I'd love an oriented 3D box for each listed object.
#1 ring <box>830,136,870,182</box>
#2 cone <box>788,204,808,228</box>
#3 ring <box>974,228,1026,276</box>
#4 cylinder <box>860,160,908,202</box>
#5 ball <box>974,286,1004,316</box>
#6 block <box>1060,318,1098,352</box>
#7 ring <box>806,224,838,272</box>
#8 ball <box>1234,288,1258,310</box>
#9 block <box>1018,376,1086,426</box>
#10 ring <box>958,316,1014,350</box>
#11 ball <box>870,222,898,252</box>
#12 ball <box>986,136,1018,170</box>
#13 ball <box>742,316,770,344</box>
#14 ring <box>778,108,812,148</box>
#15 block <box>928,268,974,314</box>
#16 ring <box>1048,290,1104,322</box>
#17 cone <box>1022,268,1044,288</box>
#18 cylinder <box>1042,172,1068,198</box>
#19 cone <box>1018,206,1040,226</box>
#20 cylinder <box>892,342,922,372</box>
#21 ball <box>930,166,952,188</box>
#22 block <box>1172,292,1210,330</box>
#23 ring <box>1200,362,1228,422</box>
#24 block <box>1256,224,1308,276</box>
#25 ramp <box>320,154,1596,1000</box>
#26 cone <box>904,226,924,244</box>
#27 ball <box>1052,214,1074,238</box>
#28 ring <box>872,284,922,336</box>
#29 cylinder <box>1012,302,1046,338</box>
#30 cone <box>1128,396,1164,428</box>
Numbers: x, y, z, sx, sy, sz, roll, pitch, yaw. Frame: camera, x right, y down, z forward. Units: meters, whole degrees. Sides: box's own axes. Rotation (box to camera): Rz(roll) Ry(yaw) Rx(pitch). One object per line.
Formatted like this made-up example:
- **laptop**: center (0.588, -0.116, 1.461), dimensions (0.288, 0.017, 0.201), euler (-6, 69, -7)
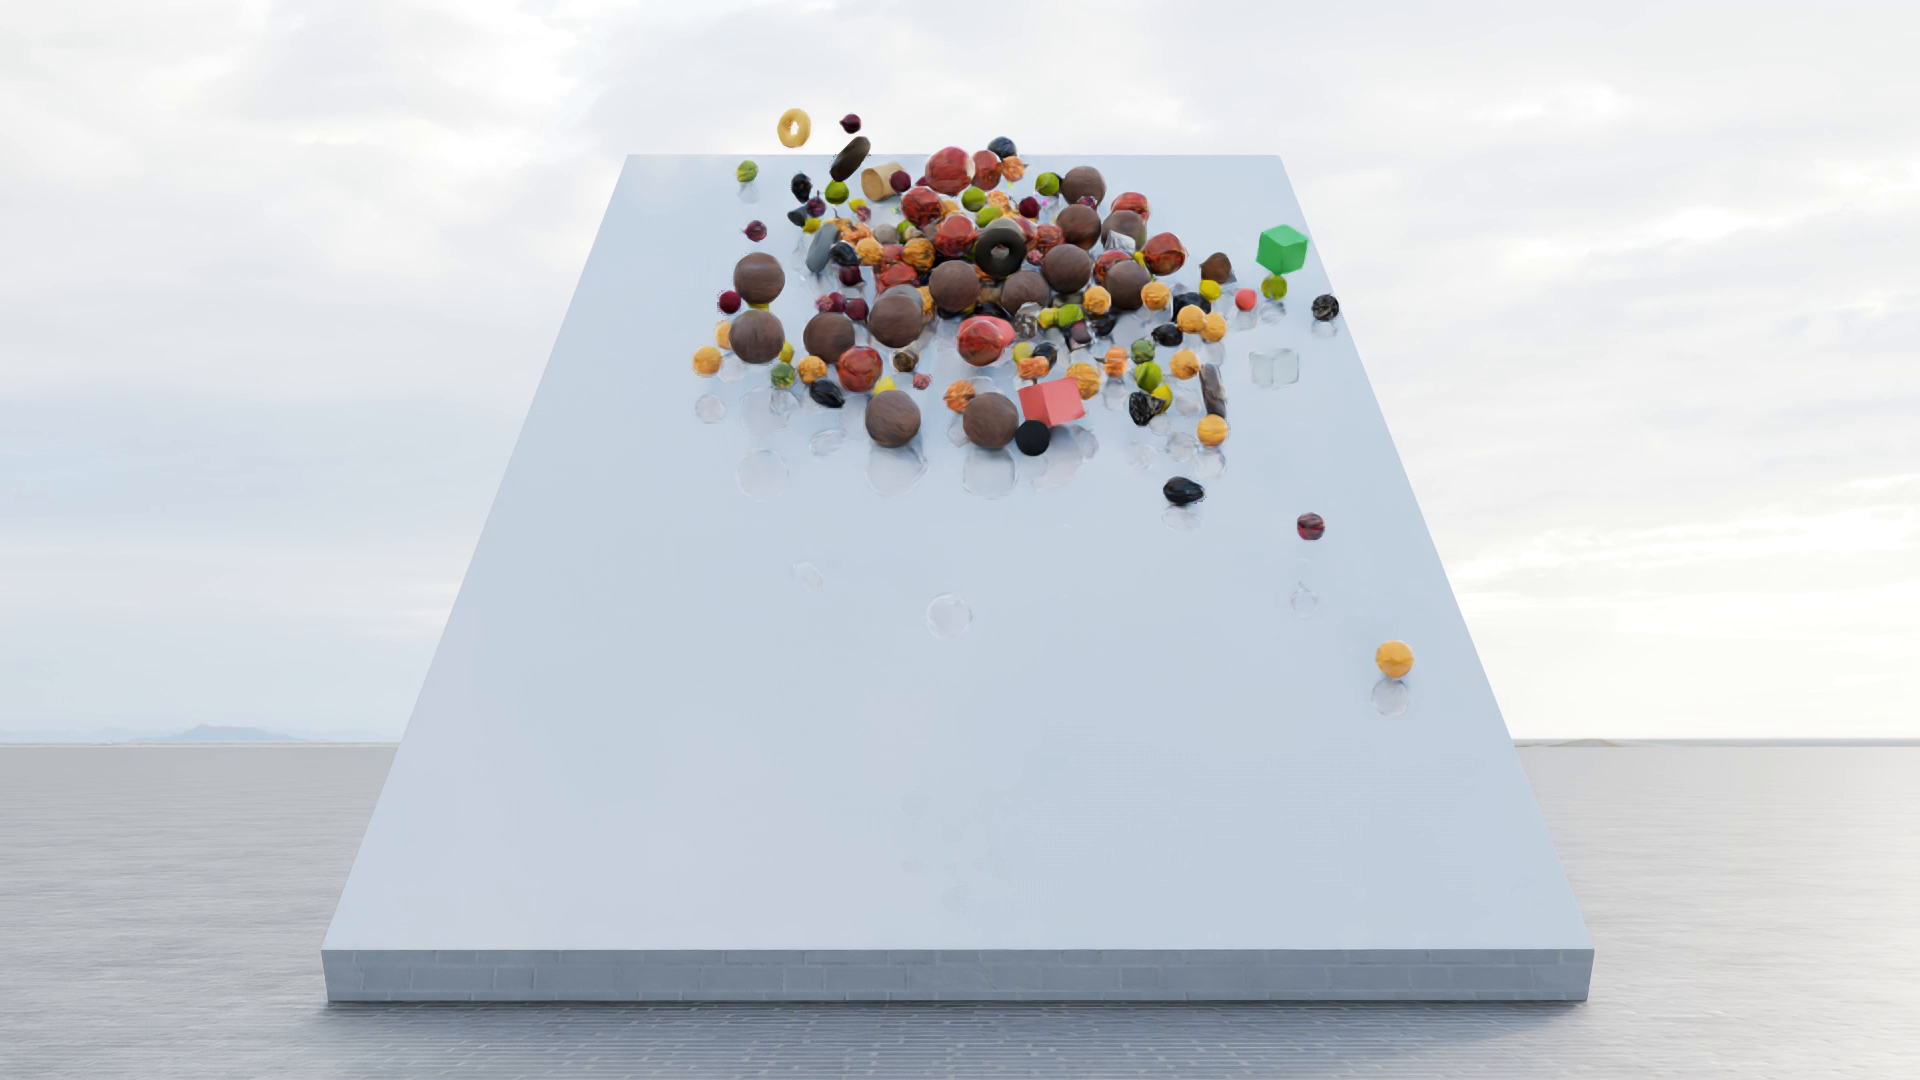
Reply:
- **ring**: center (-0.300, -1.042, 6.489), dimensions (0.049, 0.148, 0.148), euler (37, -17, -16)
- **cone**: center (-0.437, -0.911, 6.582), dimensions (0.061, 0.061, 0.061), euler (28, -24, 14)
- **ring**: center (0.103, -0.740, 6.104), dimensions (0.135, 0.135, 0.045), euler (1, 29, -10)
- **cylinder**: center (-0.221, -1.045, 6.906), dimensions (0.098, 0.098, 0.098), euler (-24, 11, -38)
- **ball**: center (0.075, -0.614, 6.091), dimensions (0.075, 0.075, 0.075), euler (0, -5, 0)
- **block**: center (0.287, -0.495, 5.735), dimensions (0.061, 0.061, 0.061), euler (-19, 6, 16)
- **ring**: center (-0.369, -0.781, 6.346), dimensions (0.046, 0.139, 0.139), euler (23, -11, -15)
- **ball**: center (0.738, -0.622, 6.127), dimensions (0.060, 0.060, 0.060), euler (0, -5, 0)
- **block**: center (0.209, -0.313, 5.437), dimensions (0.098, 0.098, 0.098), euler (-15, 3, -32)
- **ring**: center (0.067, -0.518, 5.934), dimensions (0.143, 0.048, 0.143), euler (3, 28, -2)
- **ball**: center (-0.206, -0.826, 6.470), dimensions (0.078, 0.078, 0.078), euler (0, -5, 0)
- **ball**: center (0.122, -1.130, 6.924), dimensions (0.096, 0.096, 0.096), euler (0, -5, 0)
- **ball**: center (-0.509, -0.525, 5.921), dimensions (0.069, 0.069, 0.069), euler (0, -5, 0)
- **ring**: center (-0.386, -0.962, 5.548), dimensions (0.096, 0.096, 0.032), euler (-4, -2, 37)
- **block**: center (-0.025, -0.643, 6.140), dimensions (0.082, 0.082, 0.082), euler (-24, 36, -39)
- **ring**: center (0.298, -0.600, 6.097), dimensions (0.143, 0.048, 0.143), euler (-1, 28, 1)
- **cone**: center (0.205, -0.681, 6.279), dimensions (0.055, 0.055, 0.055), euler (-34, -23, -17)
- **cylinder**: center (0.275, -1.035, 6.916), dimensions (0.054, 0.054, 0.054), euler (27, 13, -7)
- **cone**: center (0.183, -0.918, 6.710), dimensions (0.058, 0.058, 0.058), euler (5, 9, -44)
- **cylinder**: center (-0.129, -0.444, 5.774), dimensions (0.055, 0.055, 0.055), euler (-2, 31, 22)
- **ball**: center (-0.059, -1.069, 6.989), dimensions (0.065, 0.065, 0.065), euler (0, -5, 0)
- **block**: center (0.589, -0.584, 6.045), dimensions (0.068, 0.068, 0.068), euler (-18, 33, -32)
- **ring**: center (0.586, -0.342, 5.486), dimensions (0.047, 0.141, 0.141), euler (-11, -7, 10)
- **block**: center (0.823, -0.741, 6.069), dimensions (0.087, 0.087, 0.087), euler (-20, 44, -31)
- **ramp**: center (-0.011, -0.226, 5.526), dimensions (2.000, 0.100, 4.000), euler (0, 27, 0)
- **cone**: center (-0.112, -0.806, 6.274), dimensions (0.052, 0.052, 0.052), euler (7, 1, 44)
- **ball**: center (0.287, -0.877, 6.618), dimensions (0.063, 0.063, 0.063), euler (0, -5, 0)
- **ring**: center (-0.159, -0.580, 5.986), dimensions (0.146, 0.146, 0.049), euler (-3, -31, 35)
- **cylinder**: center (0.172, -0.553, 5.973), dimensions (0.070, 0.070, 0.070), euler (-2, 29, 22)
- **cone**: center (0.444, -0.310, 5.446), dimensions (0.083, 0.083, 0.083), euler (-32, 16, -36)
